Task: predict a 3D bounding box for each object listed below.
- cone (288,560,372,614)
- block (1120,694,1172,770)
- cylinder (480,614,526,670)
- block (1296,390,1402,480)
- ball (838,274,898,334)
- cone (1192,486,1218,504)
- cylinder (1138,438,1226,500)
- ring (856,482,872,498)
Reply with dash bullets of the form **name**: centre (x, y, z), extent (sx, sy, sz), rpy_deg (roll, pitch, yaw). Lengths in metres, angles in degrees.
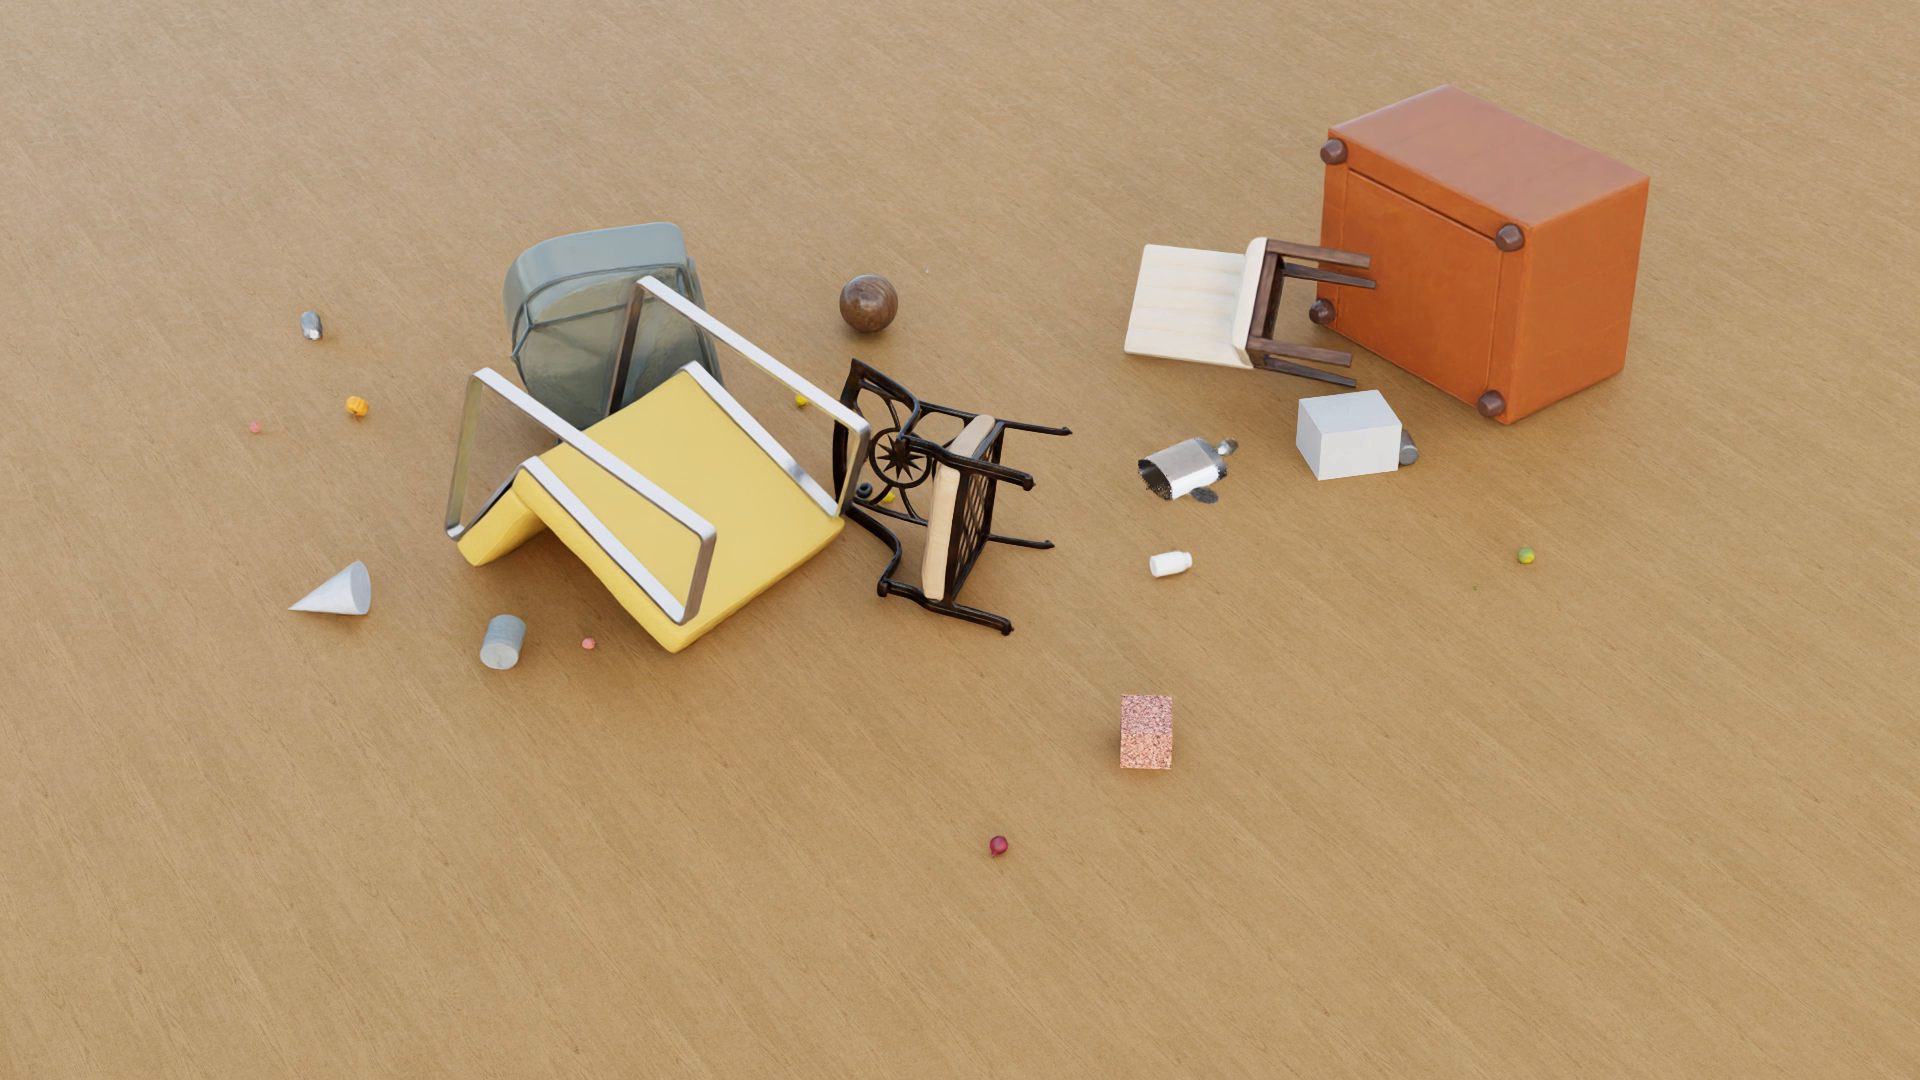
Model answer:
- **cone**: centre (-2.290, 0.210, 10.552), extent (0.285, 0.166, 0.303), rpy_deg (-17, 26, 5)
- **block**: centre (0.625, 0.643, 9.839), extent (0.169, 0.143, 0.219), rpy_deg (2, 33, 2)
- **cylinder**: centre (-1.604, 0.358, 10.298), extent (0.134, 0.113, 0.172), rpy_deg (-4, 33, 6)
- **block**: centre (1.506, -0.409, 11.376), extent (0.323, 0.207, 0.270), rpy_deg (-7, 34, -11)
- **ball**: centre (-0.380, -0.987, 12.215), extent (0.250, 0.250, 0.250), rpy_deg (0, 33, 0)
- **cone**: centre (0.941, -0.185, 11.197), extent (0.107, 0.061, 0.108), rpy_deg (18, 19, 7)
- **cylinder**: centre (0.854, -0.274, 11.242), extent (0.269, 0.122, 0.214), rpy_deg (-22, 53, -30)
- **ring**: centre (-0.366, -0.189, 11.204), extent (0.061, 0.031, 0.093), rpy_deg (8, 33, 11)
